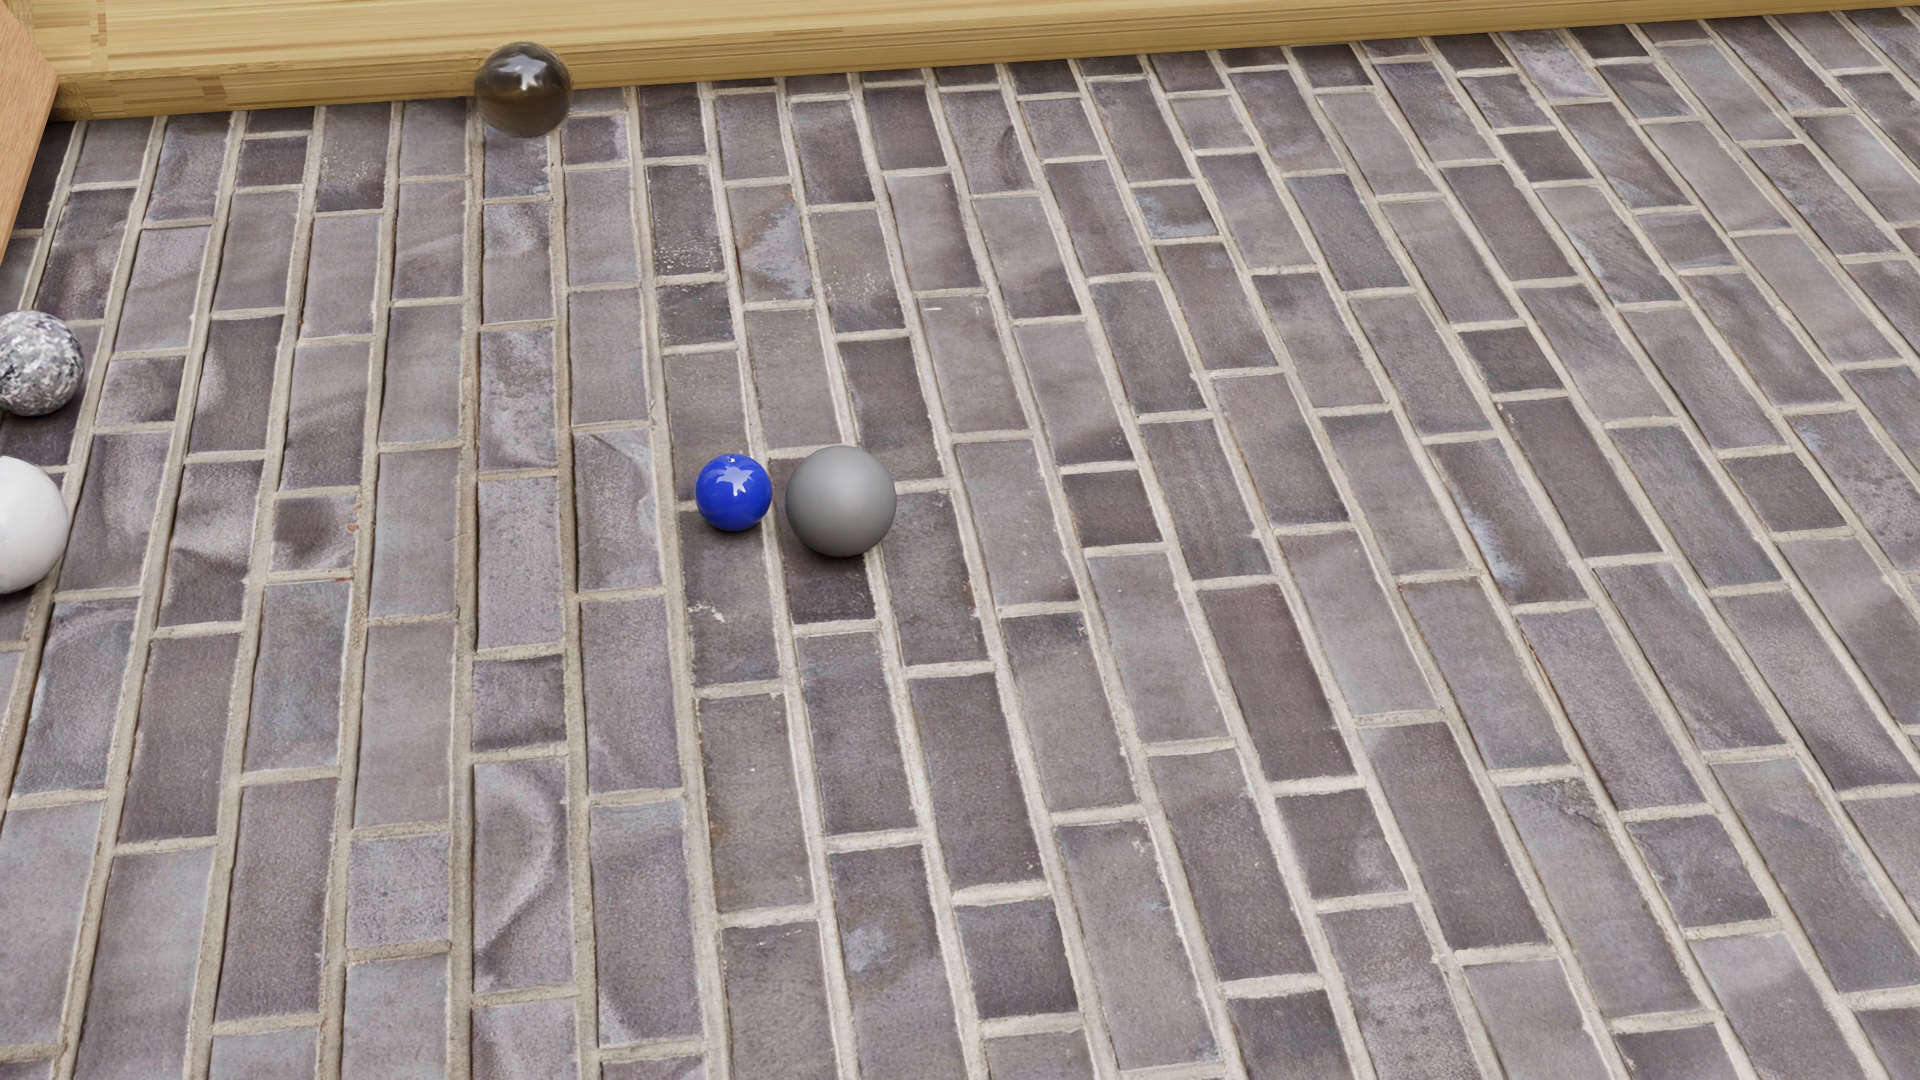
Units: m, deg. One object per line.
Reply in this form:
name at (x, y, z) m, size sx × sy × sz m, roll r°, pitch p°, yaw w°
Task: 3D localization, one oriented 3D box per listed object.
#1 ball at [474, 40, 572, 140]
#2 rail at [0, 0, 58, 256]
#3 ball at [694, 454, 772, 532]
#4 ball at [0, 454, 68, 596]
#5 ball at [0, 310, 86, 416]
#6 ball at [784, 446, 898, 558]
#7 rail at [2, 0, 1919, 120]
ball at (-0.372, -0.384, 2.189) m, size 0.083 × 0.083 × 0.083 m, roll 0°, pitch 36°, yaw 0°
rail at (-0.678, 0.039, 1.569) m, size 0.045 × 0.118 × 1.566 m, roll -5°, pitch 36°, yaw -7°
ball at (-0.152, -0.032, 1.725) m, size 0.053 × 0.053 × 0.053 m, roll 0°, pitch 36°, yaw 0°
ball at (-0.625, -0.010, 1.661) m, size 0.091 × 0.091 × 0.091 m, roll 0°, pitch 36°, yaw 0°
ball at (-0.666, -0.127, 1.837) m, size 0.076 × 0.076 × 0.076 m, roll 0°, pitch 36°, yaw 0°
ball at (-0.079, -0.026, 1.698) m, size 0.074 × 0.074 × 0.074 m, roll 0°, pitch 36°, yaw 0°
rail at (0.593, -0.516, 2.340) m, size 2.833 × 0.118 × 0.045 m, roll -5°, pitch 36°, yaw -7°
